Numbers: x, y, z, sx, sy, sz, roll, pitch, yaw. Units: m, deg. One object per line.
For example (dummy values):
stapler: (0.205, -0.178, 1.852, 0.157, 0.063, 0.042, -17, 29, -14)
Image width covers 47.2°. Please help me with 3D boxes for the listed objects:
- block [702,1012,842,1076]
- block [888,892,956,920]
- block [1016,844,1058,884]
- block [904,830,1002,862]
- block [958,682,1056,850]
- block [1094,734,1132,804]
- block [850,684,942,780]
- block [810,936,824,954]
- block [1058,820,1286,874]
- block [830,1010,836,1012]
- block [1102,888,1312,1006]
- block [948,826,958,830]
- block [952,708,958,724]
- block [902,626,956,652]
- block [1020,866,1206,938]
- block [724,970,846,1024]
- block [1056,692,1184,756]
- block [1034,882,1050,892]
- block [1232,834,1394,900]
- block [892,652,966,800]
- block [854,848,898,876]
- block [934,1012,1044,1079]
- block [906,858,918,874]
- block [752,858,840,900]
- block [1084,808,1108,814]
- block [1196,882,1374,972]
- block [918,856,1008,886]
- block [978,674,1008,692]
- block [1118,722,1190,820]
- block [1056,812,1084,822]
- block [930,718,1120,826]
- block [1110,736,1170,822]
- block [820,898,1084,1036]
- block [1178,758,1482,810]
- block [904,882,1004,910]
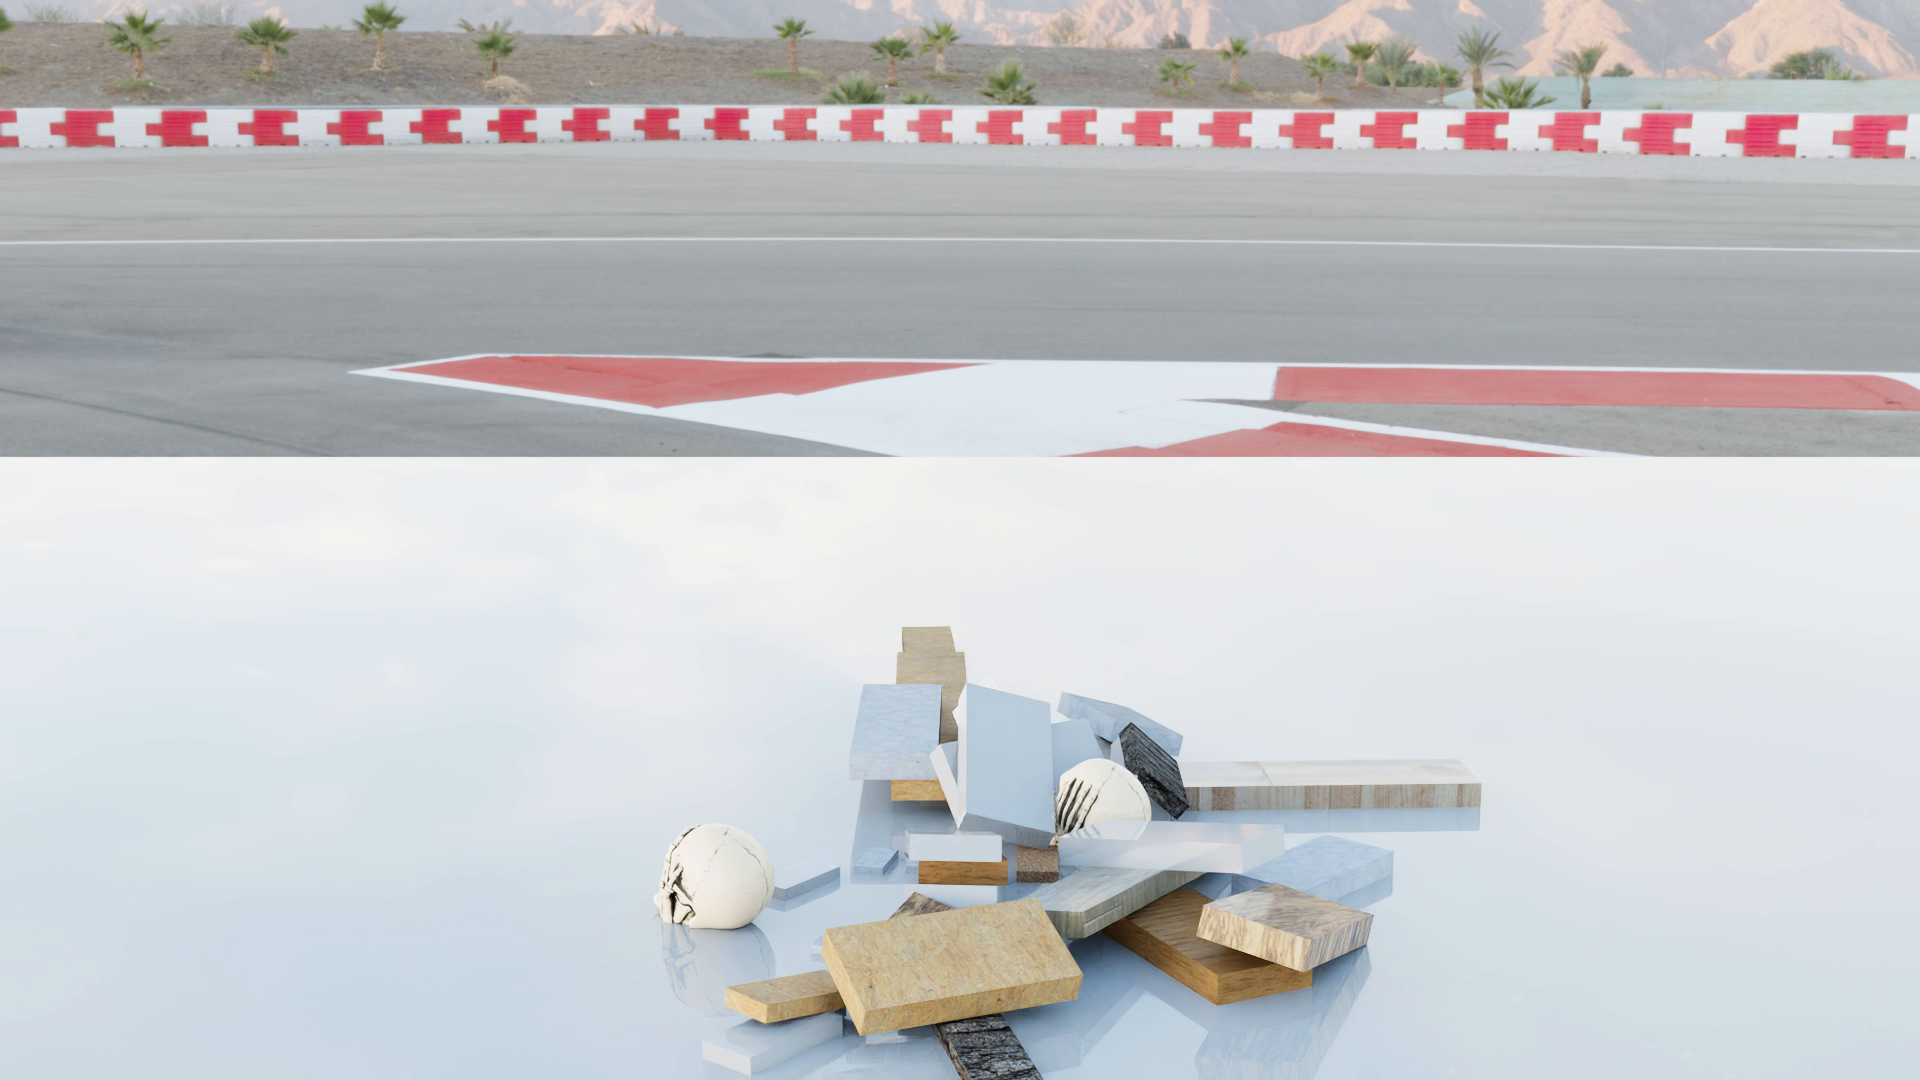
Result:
block: (-0.259, 0.690, 3.056, 0.092, 0.026, 0.184, 8, 13, 38)
block: (-0.074, 0.595, 3.220, 0.099, 0.028, 0.199, 19, 32, 23)
block: (0.134, 0.557, 3.789, 0.071, 0.020, 0.142, 0, 11, 2)
block: (-0.014, 0.486, 3.503, 0.141, 0.040, 0.282, 2, -6, -3)
block: (0.081, 0.400, 3.921, 0.162, 0.046, 0.325, 15, 38, -11)
block: (0.270, 0.437, 4.291, 0.139, 0.039, 0.277, 15, 11, 1)
block: (-0.121, 0.370, 4.300, 0.162, 0.046, 0.530, 0, 11, 0)
block: (-0.180, 0.632, 3.410, 0.092, 0.013, 0.046, 3, 11, 18)
block: (0.346, 0.500, 3.604, 0.329, 0.047, 0.165, -3, 3, 32)
block: (-0.230, 0.668, 3.206, 0.117, 0.017, 0.058, 7, 12, 32)
block: (0.375, 0.620, 3.377, 0.167, 0.047, 0.334, -5, 12, -26)
block: (-0.003, 0.534, 3.932, 0.051, 0.014, 0.102, 3, 11, 15)
block: (0.074, 0.411, 4.226, 0.046, 0.162, 0.325, -44, 12, 3)
block: (-0.050, 0.350, 4.867, 0.122, 0.034, 1.287, -1, 11, -3)
block: (0.272, 0.550, 3.563, 0.139, 0.039, 0.638, -3, 3, 28)
block: (-0.234, 0.648, 3.127, 0.184, 0.026, 0.092, 0, 7, -45)
block: (0.327, 0.378, 4.531, 0.154, 0.044, 0.308, 14, 3, -19)
block: (0.129, 0.603, 3.543, 0.071, 0.020, 0.237, 4, 11, 21)
block: (0.597, 0.562, 3.712, 0.139, 0.039, 0.277, 10, 14, 42)
block: (-0.058, 0.369, 4.553, 0.154, 0.044, 1.000, 0, 11, -1)
block: (-0.144, 0.557, 3.809, 0.051, 0.014, 0.102, 3, 11, 14)
block: (0.044, 0.706, 2.970, 0.092, 0.026, 0.318, -2, 11, -13)
block: (-0.067, 0.556, 3.815, 0.051, 0.014, 0.102, 0, 11, 1)
block: (-0.275, 0.572, 3.709, 0.071, 0.020, 0.142, 8, 13, 35)
block: (0.240, 0.493, 4.152, 0.050, 0.014, 0.099, -3, 11, -15)
block: (0.497, 0.582, 3.327, 0.167, 0.047, 0.334, 15, 4, 26)
block: (0.003, 0.539, 3.609, 0.141, 0.040, 0.282, 1, -6, -1)
block: (0.118, 0.375, 4.437, 0.044, 0.154, 0.308, -43, 12, 2)
block: (0.360, 0.428, 4.104, 0.121, 0.034, 0.243, 41, 11, -9)
block: (0.197, 0.502, 4.103, 0.049, 0.014, 0.099, -2, 11, -10)
block: (0.120, 0.431, 4.017, 0.329, 0.165, 0.047, -7, -27, -34)
block: (0.341, 0.447, 4.145, 0.121, 0.034, 0.243, 42, 10, -4)
block: (-0.012, 0.606, 3.141, 0.334, 0.047, 0.167, -4, 34, -24)
block: (0.693, 0.467, 4.204, 0.568, 0.047, 0.165, 0, 11, -2)
block: (-0.006, 0.562, 3.464, 0.141, 0.040, 0.282, 1, -8, 3)
